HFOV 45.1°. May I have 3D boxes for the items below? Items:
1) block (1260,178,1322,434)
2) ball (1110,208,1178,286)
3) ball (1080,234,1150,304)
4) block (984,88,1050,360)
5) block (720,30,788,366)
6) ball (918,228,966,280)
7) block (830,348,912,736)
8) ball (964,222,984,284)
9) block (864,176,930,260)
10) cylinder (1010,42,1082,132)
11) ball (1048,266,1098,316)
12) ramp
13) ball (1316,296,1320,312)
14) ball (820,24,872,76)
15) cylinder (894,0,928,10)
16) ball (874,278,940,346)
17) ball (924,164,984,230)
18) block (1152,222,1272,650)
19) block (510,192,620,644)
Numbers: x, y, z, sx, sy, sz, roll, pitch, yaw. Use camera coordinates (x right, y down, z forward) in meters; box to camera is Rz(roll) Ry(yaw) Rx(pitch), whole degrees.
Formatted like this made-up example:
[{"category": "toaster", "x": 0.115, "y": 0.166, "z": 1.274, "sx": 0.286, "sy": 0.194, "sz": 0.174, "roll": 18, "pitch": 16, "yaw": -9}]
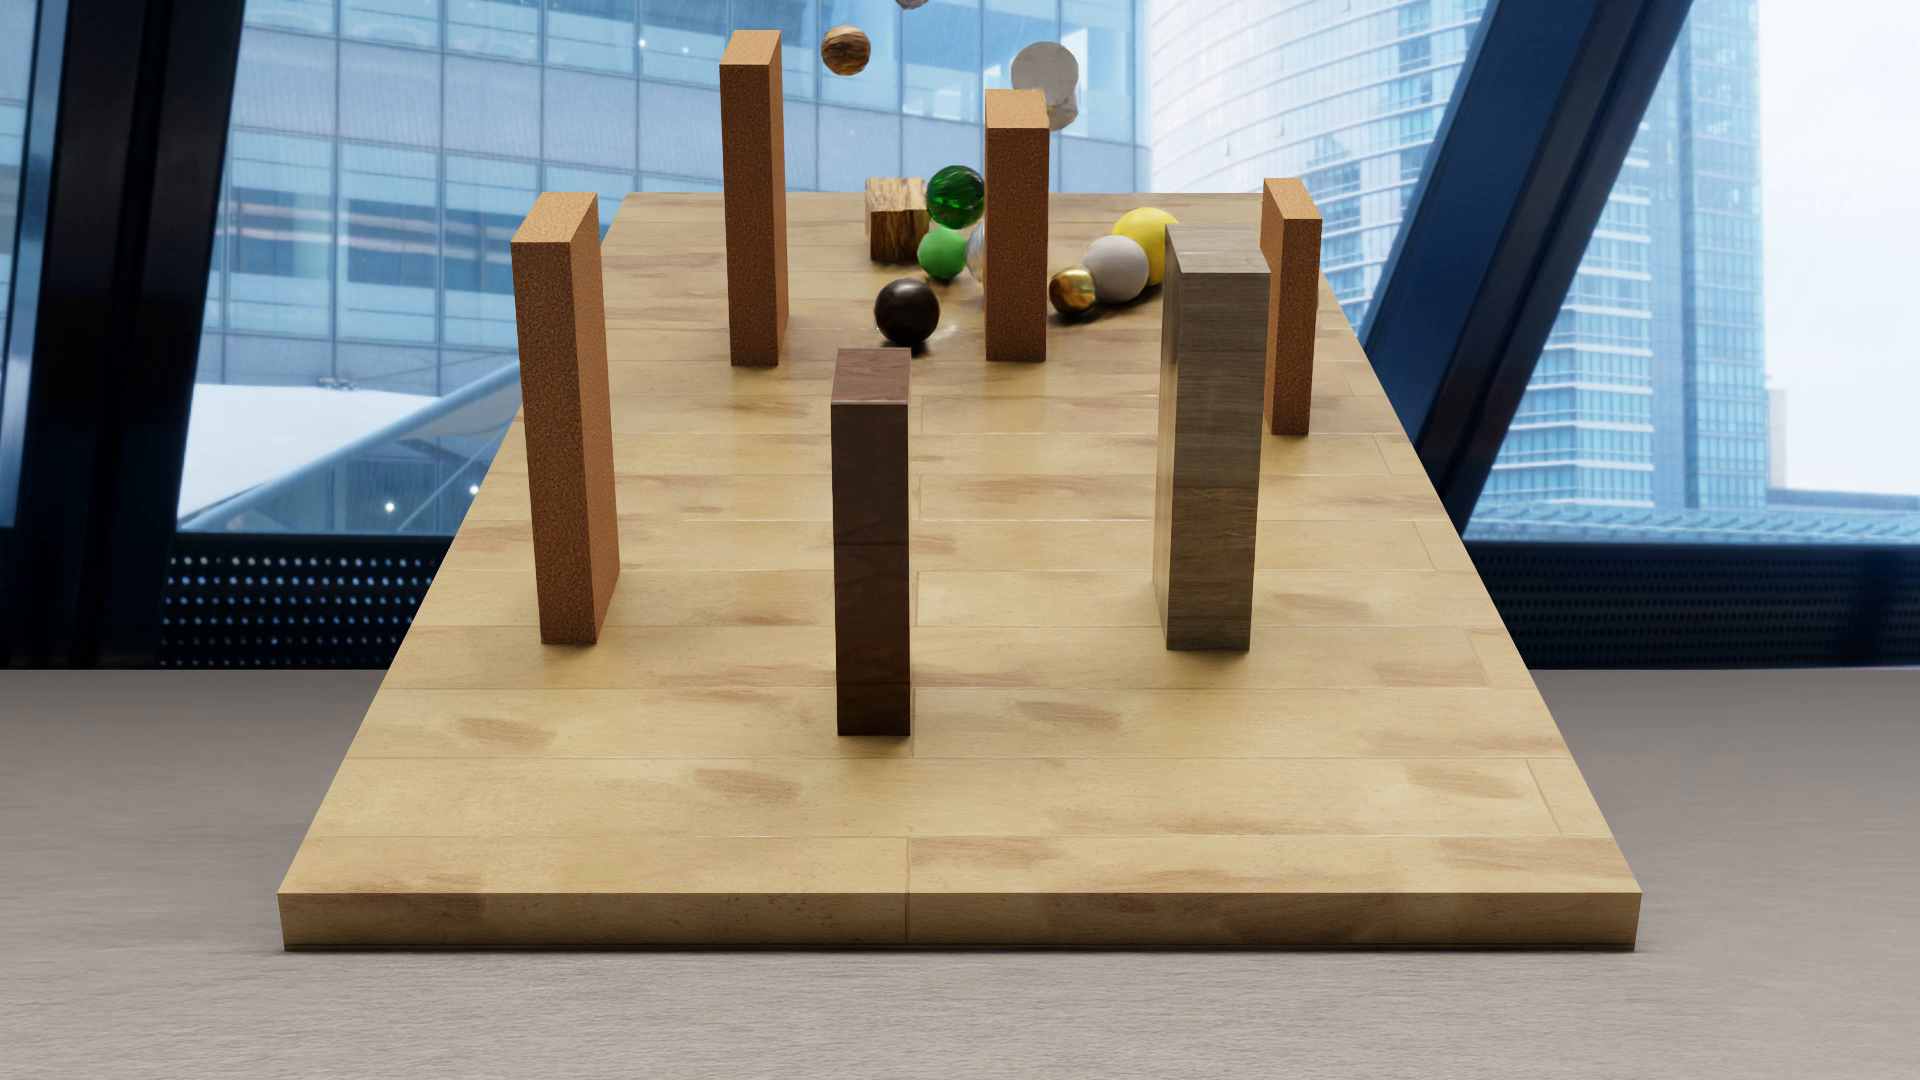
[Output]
[{"category": "block", "x": 0.733, "y": -0.530, "z": 5.209, "sx": 0.083, "sy": 0.493, "sz": 0.350, "roll": 0, "pitch": 23, "yaw": 0}, {"category": "ball", "x": 0.498, "y": -0.781, "z": 6.156, "sx": 0.206, "sy": 0.206, "sz": 0.206, "roll": 0, "pitch": -3, "yaw": 0}, {"category": "ball", "x": 0.402, "y": -0.703, "z": 6.009, "sx": 0.178, "sy": 0.178, "sz": 0.178, "roll": 0, "pitch": -3, "yaw": 0}, {"category": "block", "x": 0.135, "y": -0.781, "z": 5.693, "sx": 0.145, "sy": 0.570, "sz": 0.426, "roll": 0, "pitch": 23, "yaw": 0}, {"category": "block", "x": -0.495, "y": -0.833, "z": 5.616, "sx": 0.114, "sy": 0.725, "sz": 0.411, "roll": 0, "pitch": 23, "yaw": 0}, {"category": "ball", "x": -0.046, "y": -0.769, "z": 6.212, "sx": 0.138, "sy": 0.138, "sz": 0.138, "roll": 0, "pitch": -3, "yaw": 0}, {"category": "block", "x": -0.143, "y": 0.002, "z": 3.850, "sx": 0.121, "sy": 0.583, "sz": 0.275, "roll": 0, "pitch": 23, "yaw": 0}, {"category": "ball", "x": 0.108, "y": -0.749, "z": 6.041, "sx": 0.190, "sy": 0.190, "sz": 0.190, "roll": 0, "pitch": -3, "yaw": 0}, {"category": "block", "x": -0.175, "y": -0.890, "z": 6.408, "sx": 0.161, "sy": 0.161, "sz": 0.161, "roll": -3, "pitch": -48, "yaw": -7}, {"category": "cylinder", "x": 0.258, "y": -1.353, "z": 6.924, "sx": 0.204, "sy": 0.204, "sz": 0.204, "roll": 0, "pitch": -13, "yaw": 5}, {"category": "ball", "x": 0.289, "y": -0.636, "z": 5.918, "sx": 0.127, "sy": 0.127, "sz": 0.127, "roll": 0, "pitch": -3, "yaw": 0}, {"category": "ramp", "x": -0.007, "y": -0.226, "z": 5.249, "sx": 2.000, "sy": 0.100, "sz": 4.000, "roll": 0, "pitch": 23, "yaw": 0}, {"category": "ball", "x": 0.844, "y": -0.604, "z": 5.846, "sx": 0.127, "sy": 0.127, "sz": 0.127, "roll": 0, "pitch": -3, "yaw": 0}, {"category": "ball", "x": -0.322, "y": -1.383, "z": 6.539, "sx": 0.143, "sy": 0.143, "sz": 0.143, "roll": 0, "pitch": -3, "yaw": 0}, {"category": "cylinder", "x": -0.175, "y": -1.731, "z": 7.005, "sx": 0.179, "sy": 0.179, "sz": 0.179, "roll": 45, "pitch": 18, "yaw": 24}, {"category": "ball", "x": -0.131, "y": -0.561, "z": 5.695, "sx": 0.164, "sy": 0.164, "sz": 0.164, "roll": 0, "pitch": -3, "yaw": 0}, {"category": "ball", "x": -0.007, "y": -0.912, "z": 6.167, "sx": 0.173, "sy": 0.173, "sz": 0.173, "roll": 0, "pitch": -3, "yaw": 0}, {"category": "block", "x": 0.443, "y": -0.186, "z": 4.144, "sx": 0.149, "sy": 0.700, "sz": 0.310, "roll": 0, "pitch": 23, "yaw": 0}, {"category": "block", "x": -0.702, "y": -0.219, "z": 4.159, "sx": 0.099, "sy": 0.744, "sz": 0.326, "roll": 0, "pitch": 23, "yaw": 0}]
